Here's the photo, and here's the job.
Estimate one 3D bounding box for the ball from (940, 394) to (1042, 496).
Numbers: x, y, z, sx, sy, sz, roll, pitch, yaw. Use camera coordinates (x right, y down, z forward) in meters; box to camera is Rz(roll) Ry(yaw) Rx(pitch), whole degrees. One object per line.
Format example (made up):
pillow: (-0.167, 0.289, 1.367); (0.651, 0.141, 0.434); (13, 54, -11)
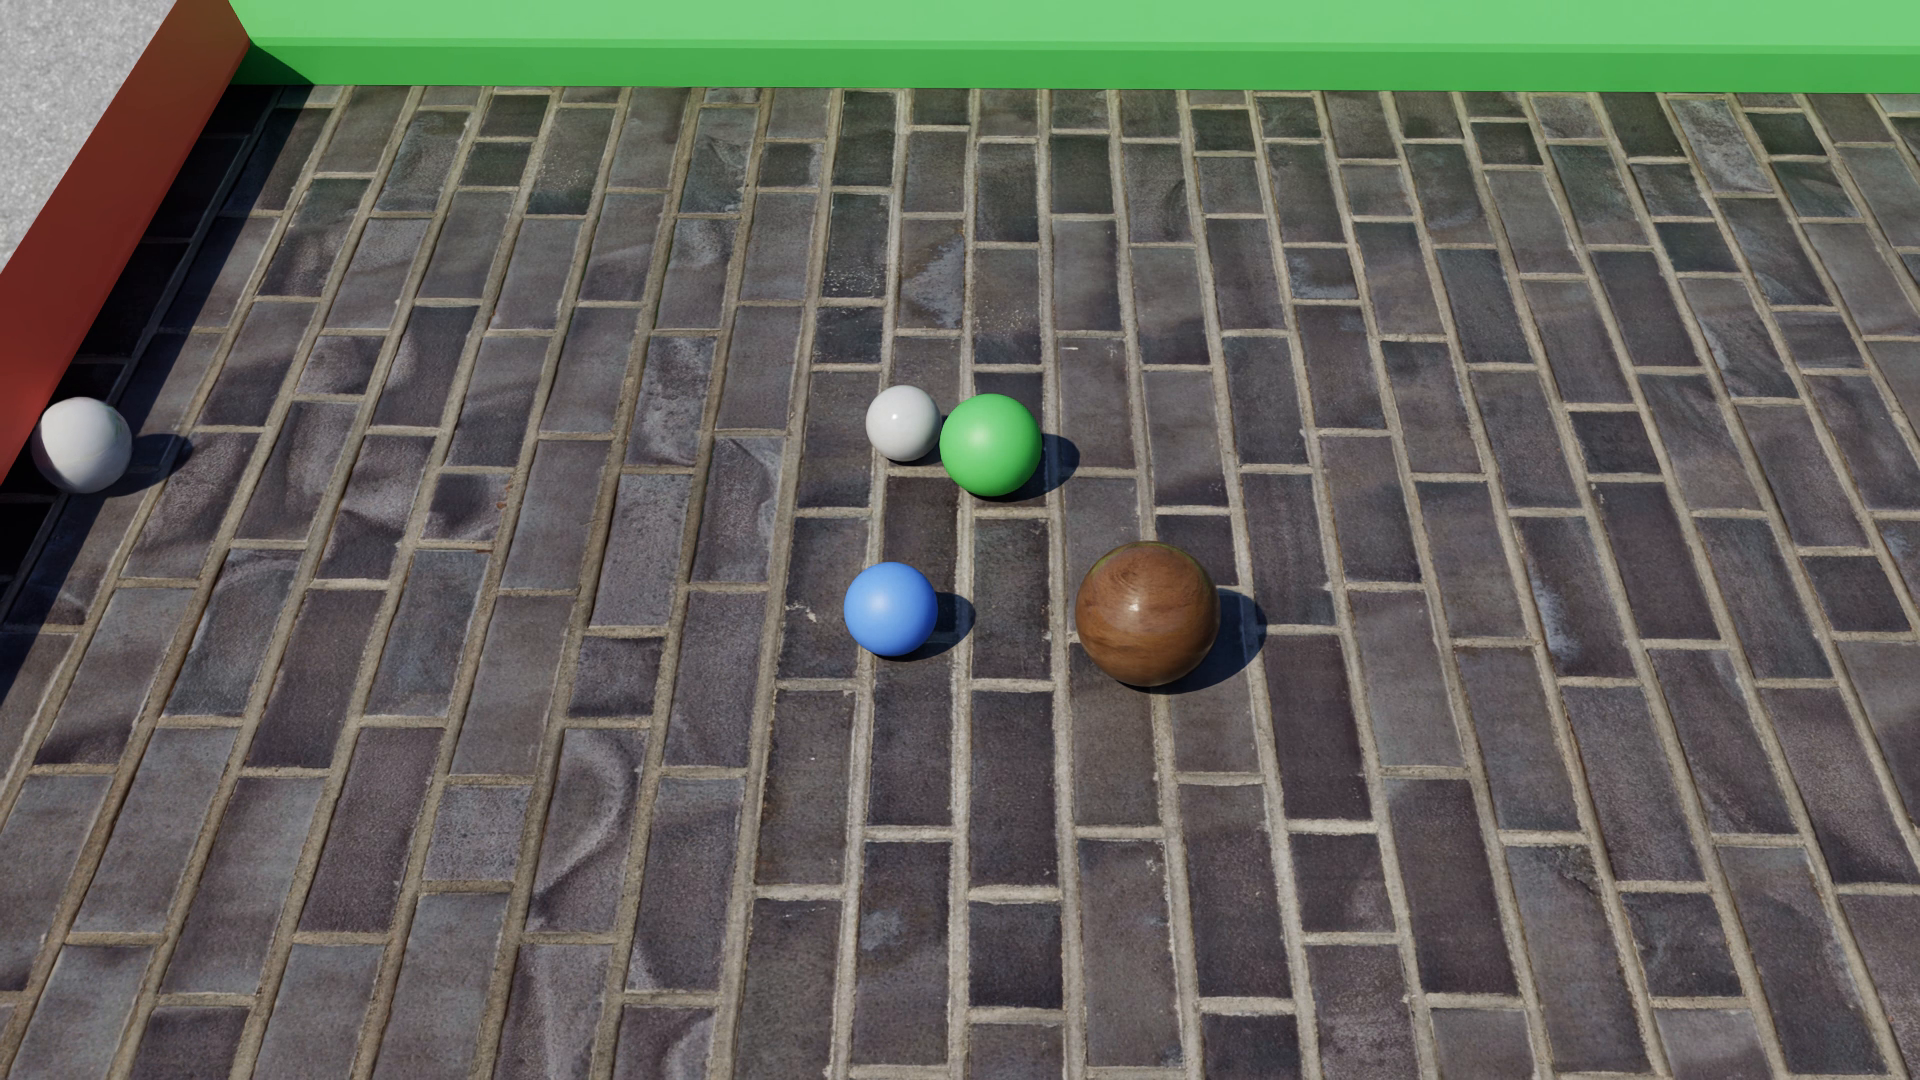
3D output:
ball: (0.023, -0.070, 1.904); (0.077, 0.077, 0.077); (0, 35, 0)

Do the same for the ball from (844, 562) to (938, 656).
ball: (-0.047, 0.047, 1.747); (0.065, 0.065, 0.065); (0, 35, 0)

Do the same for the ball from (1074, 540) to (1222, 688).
ball: (0.126, 0.049, 1.715); (0.098, 0.098, 0.098); (0, 35, 0)

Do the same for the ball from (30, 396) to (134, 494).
ball: (-0.653, -0.071, 1.908); (0.072, 0.072, 0.072); (0, 35, 0)

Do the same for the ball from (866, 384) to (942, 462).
ball: (-0.043, -0.088, 1.945); (0.058, 0.058, 0.058); (0, 35, 0)

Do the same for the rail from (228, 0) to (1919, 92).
rail: (0.737, -0.474, 2.428); (2.907, 0.128, 0.045); (0, 35, 1)

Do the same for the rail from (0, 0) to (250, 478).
rail: (-0.703, -0.028, 1.797); (0.045, 0.128, 1.629); (0, 35, 1)
